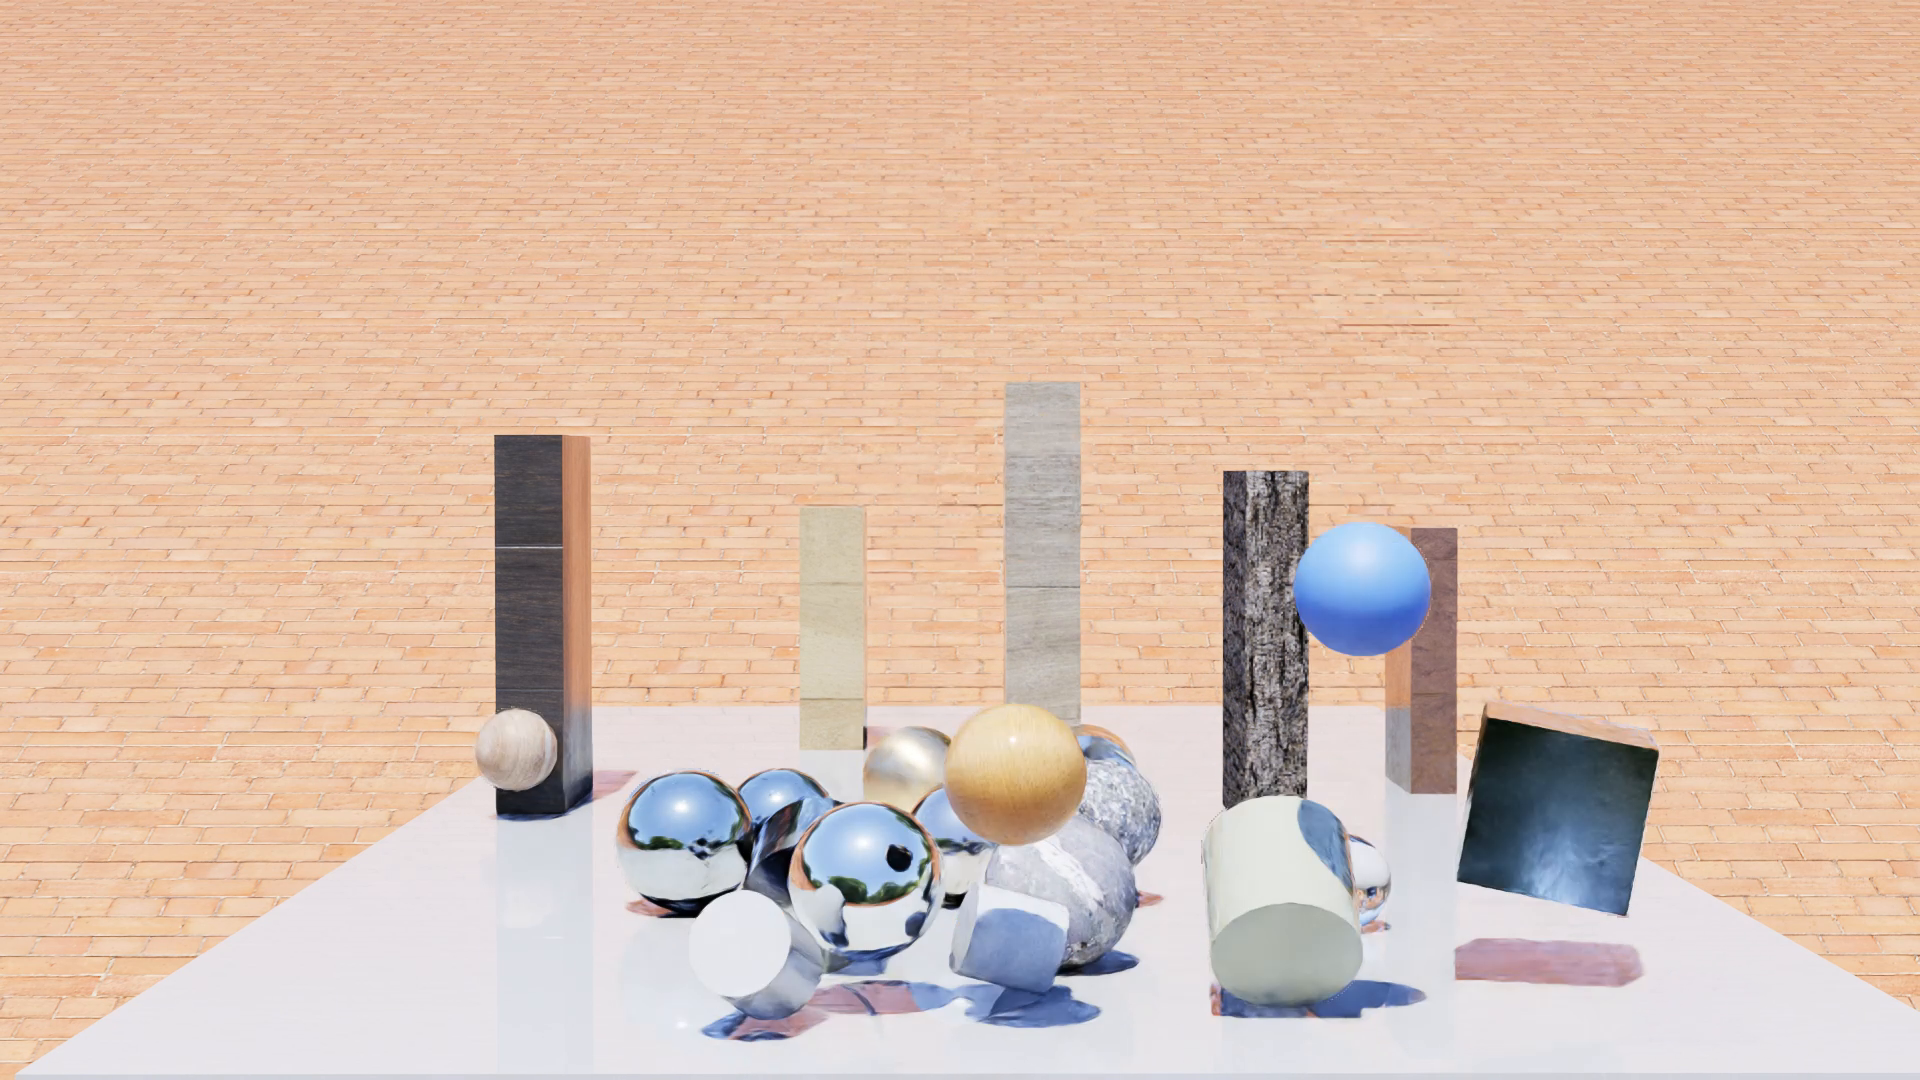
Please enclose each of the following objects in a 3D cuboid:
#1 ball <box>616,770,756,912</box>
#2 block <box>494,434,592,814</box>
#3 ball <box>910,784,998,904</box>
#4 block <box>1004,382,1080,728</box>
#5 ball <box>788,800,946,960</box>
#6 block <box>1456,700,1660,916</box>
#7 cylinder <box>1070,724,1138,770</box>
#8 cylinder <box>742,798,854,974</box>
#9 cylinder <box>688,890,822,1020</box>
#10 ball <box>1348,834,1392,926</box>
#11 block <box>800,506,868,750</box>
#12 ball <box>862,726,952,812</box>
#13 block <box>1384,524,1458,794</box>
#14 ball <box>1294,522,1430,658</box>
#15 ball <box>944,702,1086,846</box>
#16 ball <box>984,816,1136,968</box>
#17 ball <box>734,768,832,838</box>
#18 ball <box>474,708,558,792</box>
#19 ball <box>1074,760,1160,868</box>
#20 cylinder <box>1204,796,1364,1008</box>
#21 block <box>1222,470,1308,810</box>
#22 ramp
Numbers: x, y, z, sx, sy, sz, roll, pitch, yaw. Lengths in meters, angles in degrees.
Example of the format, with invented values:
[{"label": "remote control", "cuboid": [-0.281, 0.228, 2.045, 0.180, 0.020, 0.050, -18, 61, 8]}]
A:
[{"label": "ball", "cuboid": [-0.372, 0.409, 3.511, 0.191, 0.191, 0.191, 0, 26, 0]}, {"label": "block", "cuboid": [-0.751, 0.143, 4.667, 0.119, 0.662, 0.349, 0, 2, 0]}, {"label": "ball", "cuboid": [0.004, 0.418, 3.570, 0.169, 0.169, 0.169, 0, 26, 0]}, {"label": "block", "cuboid": [0.159, 0.079, 5.051, 0.142, 0.768, 0.247, 0, 2, 0]}, {"label": "ball", "cuboid": [-0.103, 0.377, 2.861, 0.176, 0.176, 0.176, 0, 26, 0]}, {"label": "block", "cuboid": [0.701, 0.312, 3.044, 0.194, 0.194, 0.194, 11, 4, 10]}, {"label": "cylinder", "cuboid": [0.208, 0.398, 4.237, 0.174, 0.174, 0.174, 1, 2, 3]}, {"label": "cylinder", "cuboid": [-0.176, 0.417, 3.113, 0.165, 0.165, 0.165, 1, 14, 1]}, {"label": "cylinder", "cuboid": [-0.218, 0.445, 2.754, 0.114, 0.114, 0.114, -6, 66, 13]}, {"label": "ball", "cuboid": [0.500, 0.446, 3.366, 0.125, 0.125, 0.125, 0, 26, 0]}, {"label": "block", "cuboid": [-0.276, 0.187, 5.654, 0.137, 0.521, 0.247, 0, 2, 0]}, {"label": "ball", "cuboid": [-0.072, 0.396, 4.250, 0.179, 0.179, 0.179, 0, 26, 0]}, {"label": "block", "cuboid": [0.876, 0.220, 4.906, 0.085, 0.493, 0.284, 0, 2, 0]}, {"label": "ball", "cuboid": [0.423, 0.052, 2.712, 0.143, 0.143, 0.143, 0, 26, 0]}, {"label": "ball", "cuboid": [0.058, 0.247, 2.713, 0.151, 0.151, 0.151, 0, 26, 0]}, {"label": "ball", "cuboid": [0.120, 0.423, 3.105, 0.185, 0.185, 0.185, 0, 26, 0]}, {"label": "ball", "cuboid": [-0.261, 0.414, 3.735, 0.169, 0.169, 0.169, 0, 26, 0]}, {"label": "ball", "cuboid": [-0.762, 0.361, 4.427, 0.141, 0.141, 0.141, 0, 26, 0]}, {"label": "ball", "cuboid": [0.196, 0.382, 3.547, 0.160, 0.160, 0.160, 0, 26, 0]}, {"label": "cylinder", "cuboid": [0.357, 0.401, 2.864, 0.166, 0.166, 0.166, 1, 38, 2]}, {"label": "block", "cuboid": [0.523, 0.180, 4.443, 0.103, 0.599, 0.371, 0, 2, 0]}, {"label": "ramp", "cuboid": [0.058, 0.527, 4.564, 2.000, 0.100, 4.000, 0, 2, 0]}]
